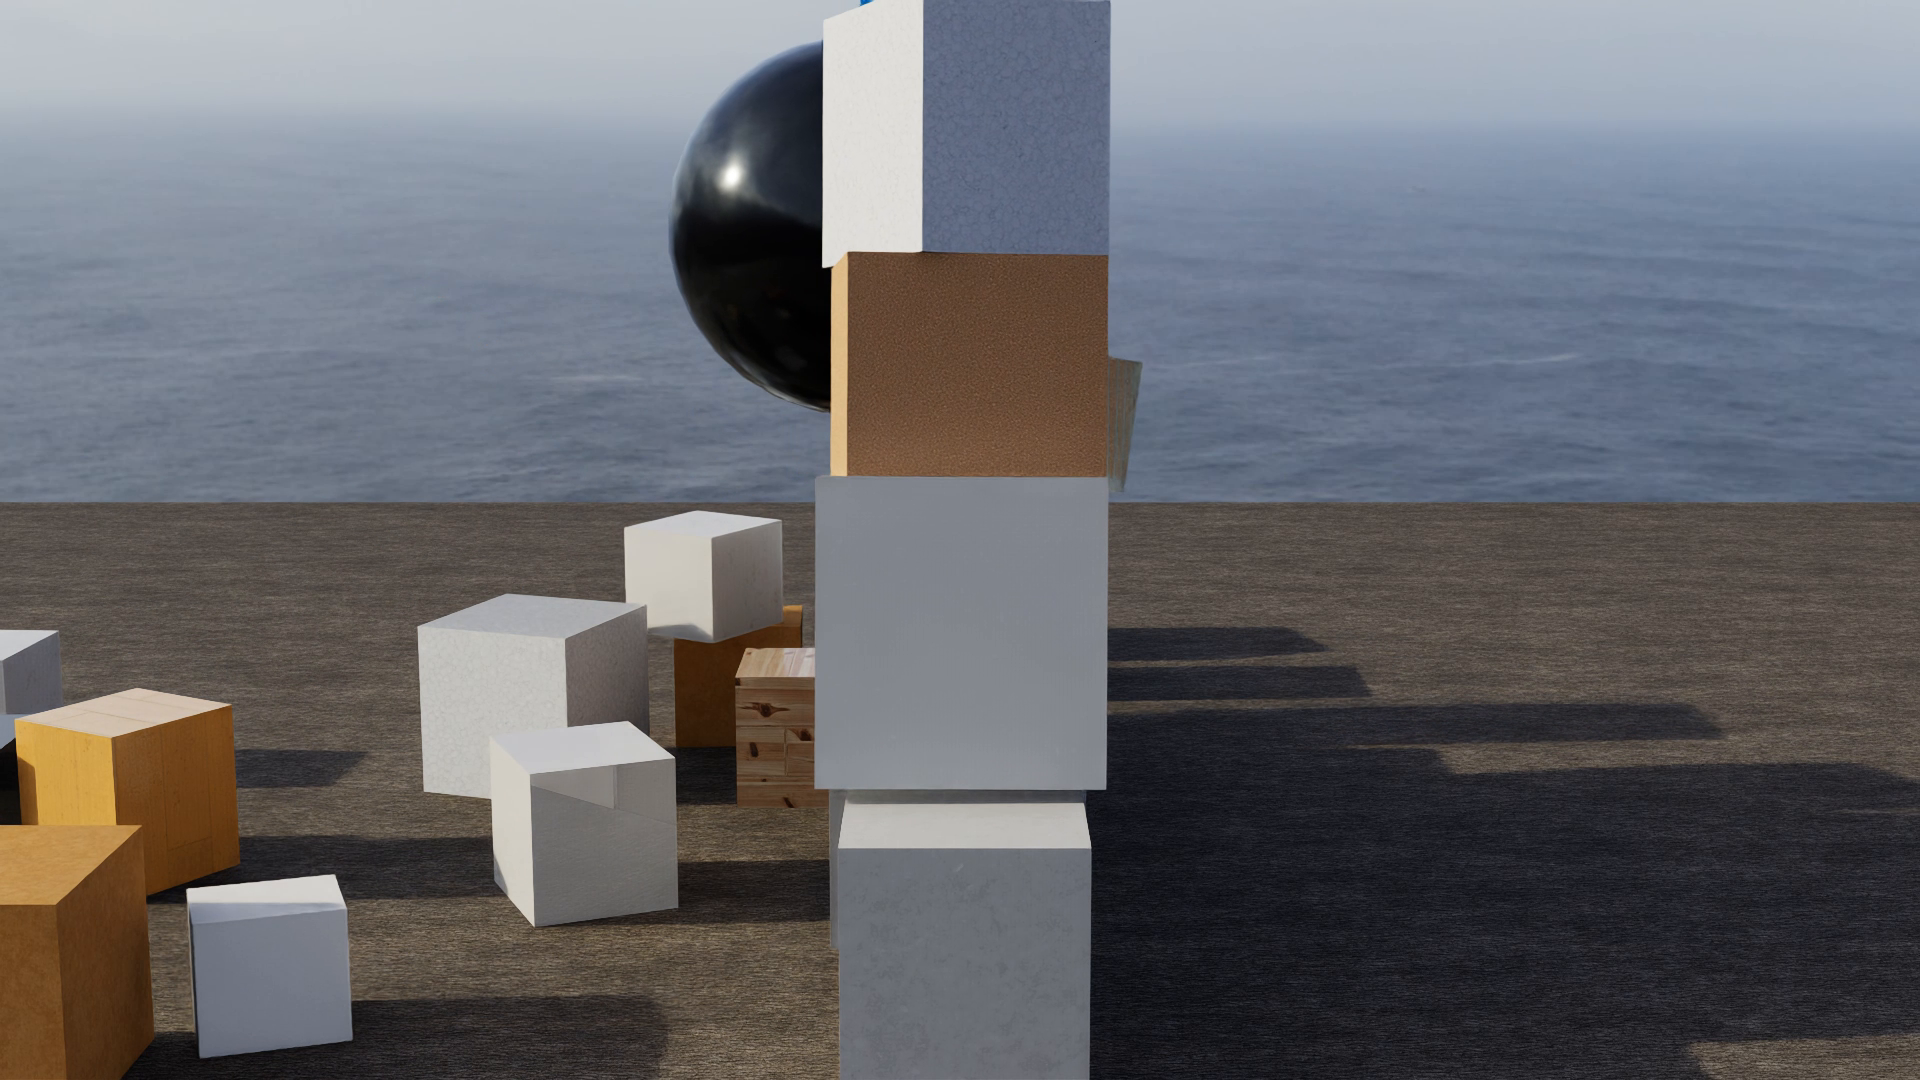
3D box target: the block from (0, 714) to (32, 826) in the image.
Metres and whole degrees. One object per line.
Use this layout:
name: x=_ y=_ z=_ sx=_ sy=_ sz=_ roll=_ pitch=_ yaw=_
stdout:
block: x=-4.470 y=1.160 z=11.492 sx=0.565 sy=0.605 sz=0.681 roll=0 pitch=10 yaw=-2

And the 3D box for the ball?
ball: x=-0.446 y=-1.333 z=10.938 sx=1.600 sy=1.600 sz=1.600 roll=0 pitch=10 yaw=0

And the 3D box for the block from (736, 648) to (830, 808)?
block: x=-0.758 y=0.921 z=12.683 sx=0.643 sy=0.650 sz=0.639 roll=0 pitch=10 yaw=0

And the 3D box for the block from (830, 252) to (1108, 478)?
block: x=0.016 y=-0.644 z=9.689 sx=0.948 sy=0.806 sz=0.851 roll=0 pitch=2 yaw=-7

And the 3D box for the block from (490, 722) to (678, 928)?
block: x=-1.627 y=1.210 z=11.065 sx=0.626 sy=0.660 sz=0.686 roll=-5 pitch=11 yaw=-24

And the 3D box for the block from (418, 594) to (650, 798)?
block: x=-2.126 y=0.788 z=12.895 sx=0.814 sy=0.837 sz=0.858 roll=4 pitch=11 yaw=20

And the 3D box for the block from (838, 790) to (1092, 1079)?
block: x=0.016 y=1.420 z=9.090 sx=0.847 sy=0.954 sz=0.887 roll=0 pitch=10 yaw=0

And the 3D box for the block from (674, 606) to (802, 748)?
block: x=-1.181 y=0.725 z=13.774 sx=0.664 sy=0.645 sz=0.550 roll=0 pitch=10 yaw=-3

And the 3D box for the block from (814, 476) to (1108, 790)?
block: x=-0.006 y=0.314 z=9.607 sx=1.033 sy=1.106 sz=1.096 roll=0 pitch=2 yaw=-1

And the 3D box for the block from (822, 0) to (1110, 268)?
block: x=0.012 y=-1.527 z=9.737 sx=0.772 sy=0.957 sz=0.889 roll=-1 pitch=2 yaw=-27

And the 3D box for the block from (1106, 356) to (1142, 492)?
block: x=0.344 y=-0.513 z=10.561 sx=0.576 sy=0.543 sz=0.476 roll=13 pitch=8 yaw=36

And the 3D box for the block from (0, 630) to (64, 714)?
block: x=-5.034 y=0.854 z=12.995 sx=0.723 sy=0.670 sz=0.679 roll=1 pitch=10 yaw=3

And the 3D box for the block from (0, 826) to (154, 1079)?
block: x=-3.453 y=1.517 z=8.944 sx=0.964 sy=0.814 sz=0.904 roll=0 pitch=10 yaw=0

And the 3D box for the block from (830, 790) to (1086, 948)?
block: x=-0.010 y=1.076 z=10.870 sx=1.034 sy=0.995 sz=1.081 roll=0 pitch=10 yaw=0

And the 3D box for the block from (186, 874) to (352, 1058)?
block: x=-2.561 y=1.572 z=9.506 sx=0.541 sy=0.506 sz=0.433 roll=-4 pitch=11 yaw=-19

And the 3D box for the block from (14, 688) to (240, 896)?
block: x=-3.676 y=1.119 z=11.352 sx=0.610 sy=0.737 sz=0.677 roll=6 pitch=12 yaw=31

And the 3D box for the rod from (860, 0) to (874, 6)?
rod: x=-0.193 y=-4.669 z=10.331 sx=0.080 sy=5.200 sz=0.080 roll=4 pitch=10 yaw=-1

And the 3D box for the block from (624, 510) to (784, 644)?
block: x=-1.335 y=0.185 z=13.412 sx=0.563 sy=0.548 sz=0.610 roll=6 pitch=12 yaw=31
